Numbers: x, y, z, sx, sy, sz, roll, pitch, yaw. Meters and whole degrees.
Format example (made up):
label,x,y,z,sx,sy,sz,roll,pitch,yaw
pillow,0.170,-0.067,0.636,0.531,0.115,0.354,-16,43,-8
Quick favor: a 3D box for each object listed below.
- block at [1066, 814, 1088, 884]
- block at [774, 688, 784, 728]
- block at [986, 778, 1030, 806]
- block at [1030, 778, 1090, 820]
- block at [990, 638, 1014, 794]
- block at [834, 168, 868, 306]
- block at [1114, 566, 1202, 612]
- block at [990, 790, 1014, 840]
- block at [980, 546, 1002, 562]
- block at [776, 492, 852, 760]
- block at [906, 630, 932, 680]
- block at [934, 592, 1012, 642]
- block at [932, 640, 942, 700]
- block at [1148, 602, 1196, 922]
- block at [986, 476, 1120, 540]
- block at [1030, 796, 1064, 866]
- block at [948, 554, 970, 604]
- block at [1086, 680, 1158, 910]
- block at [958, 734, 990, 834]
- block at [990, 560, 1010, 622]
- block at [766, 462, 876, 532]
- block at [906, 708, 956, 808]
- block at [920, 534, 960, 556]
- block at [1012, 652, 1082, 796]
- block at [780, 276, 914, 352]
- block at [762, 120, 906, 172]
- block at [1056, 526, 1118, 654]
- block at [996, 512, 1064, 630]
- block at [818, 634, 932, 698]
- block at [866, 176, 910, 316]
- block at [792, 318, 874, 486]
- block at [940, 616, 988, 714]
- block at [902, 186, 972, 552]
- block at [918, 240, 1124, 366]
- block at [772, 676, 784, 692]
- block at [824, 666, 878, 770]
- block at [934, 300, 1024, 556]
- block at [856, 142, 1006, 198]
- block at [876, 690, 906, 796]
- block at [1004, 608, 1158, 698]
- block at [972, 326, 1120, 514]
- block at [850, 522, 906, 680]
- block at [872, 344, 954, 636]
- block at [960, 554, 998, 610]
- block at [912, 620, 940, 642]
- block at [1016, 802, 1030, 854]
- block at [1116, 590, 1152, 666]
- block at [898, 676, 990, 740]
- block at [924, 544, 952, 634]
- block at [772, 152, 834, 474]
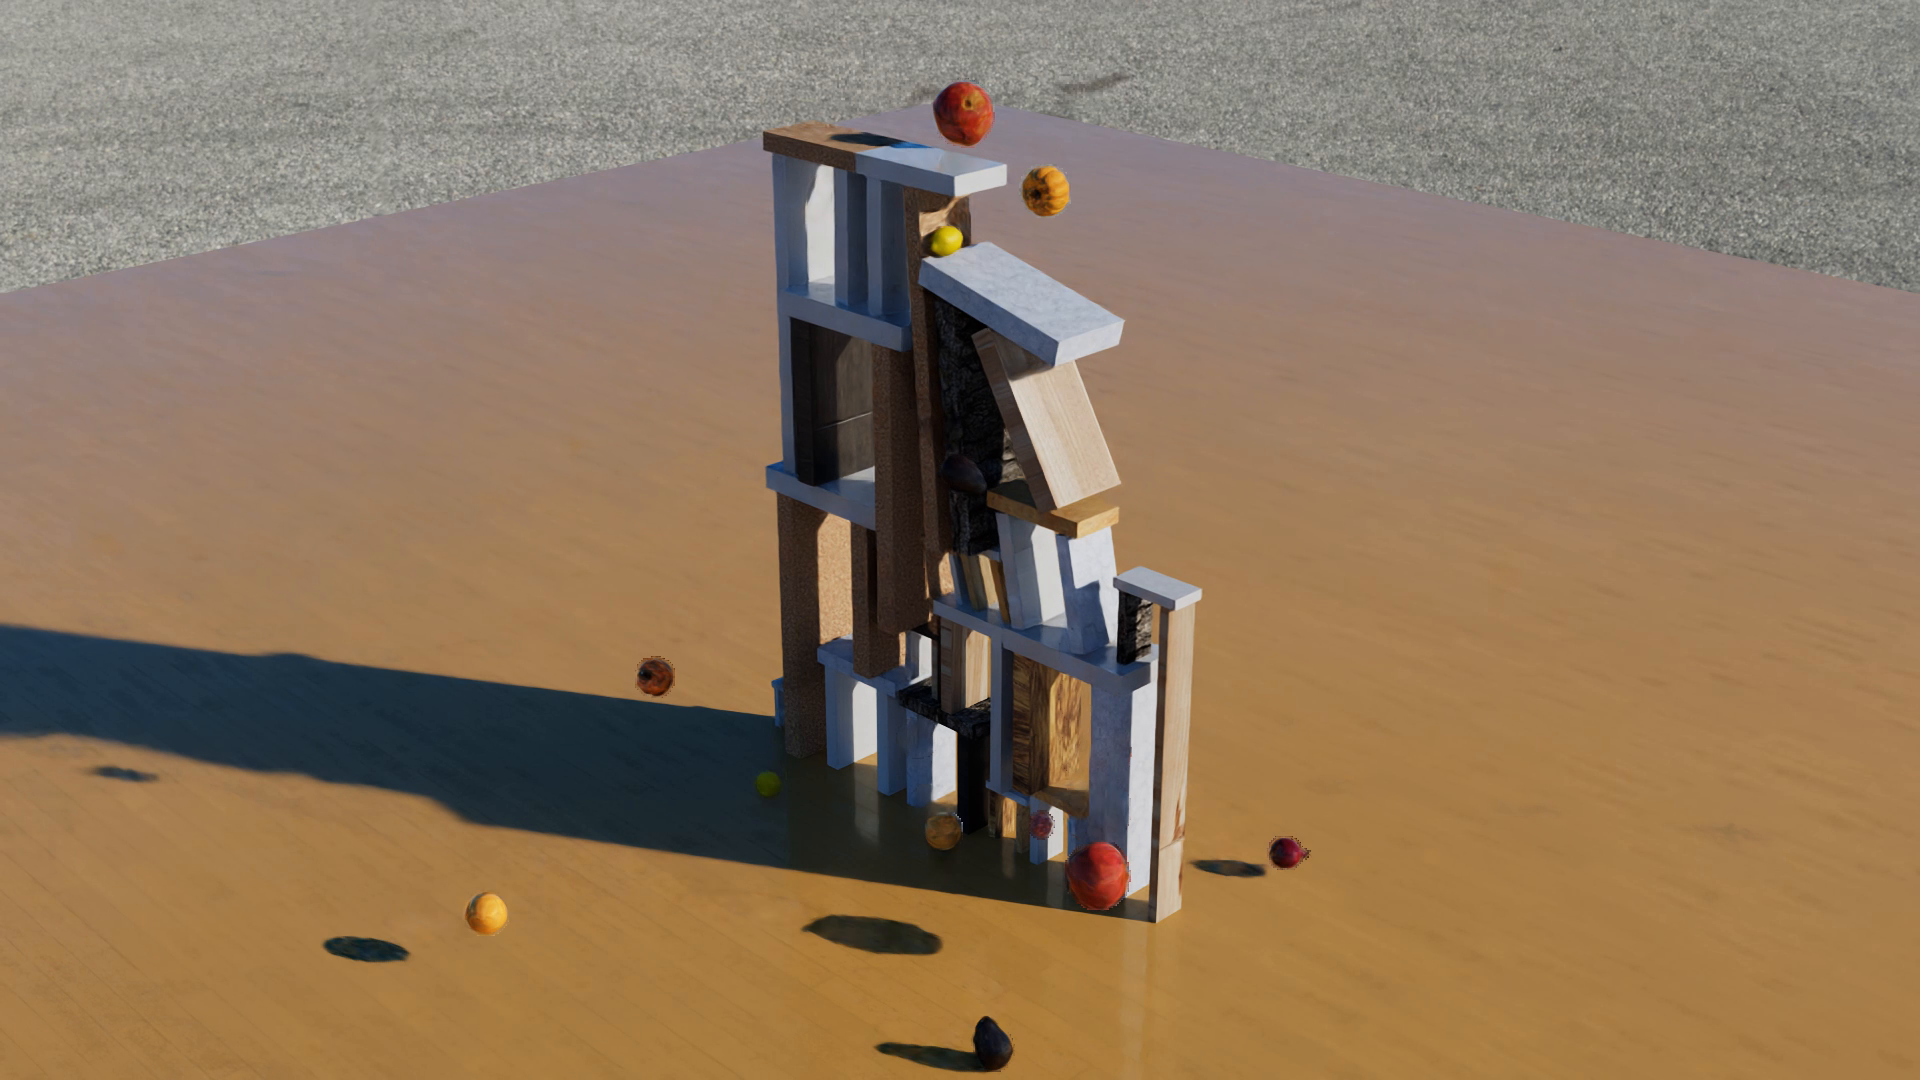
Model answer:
label,x,y,z,sx,sy,sz,roll,pitch,yaw
block,0.238,0.578,4.210,0.021,0.147,0.073,21,31,41
block,-0.382,0.359,4.798,0.013,0.092,0.046,21,31,41
block,0.109,0.487,4.311,0.110,0.016,0.055,21,31,41
block,0.204,0.488,4.209,0.147,0.021,0.073,21,31,41
block,0.105,0.326,4.252,0.029,0.328,0.102,21,31,41
block,-0.177,-0.586,4.164,0.130,0.260,0.037,-21,32,-40
block,0.349,0.085,3.889,0.143,0.020,0.072,21,31,41
block,0.083,0.535,4.359,0.016,0.110,0.055,21,31,41
block,0.053,0.009,4.174,0.121,0.017,0.061,21,31,40
block,-0.297,0.161,4.617,0.165,0.597,0.047,-21,31,-41
block,-0.083,0.221,4.414,0.056,0.112,0.016,-21,31,-41
block,0.057,0.143,4.227,0.203,0.029,0.102,21,31,41
block,-0.031,0.249,4.369,0.056,0.129,0.016,-21,31,-41
block,0.383,0.403,3.987,0.072,0.642,0.020,-21,31,-41
block,0.168,-0.062,4.009,0.224,0.032,0.112,21,31,40
block,0.169,0.551,4.274,0.021,0.147,0.073,21,31,41
block,0.008,0.068,4.239,0.049,0.099,0.014,-22,17,-41
block,0.304,0.459,4.093,0.041,0.458,0.145,21,31,41
block,0.044,0.467,4.380,0.031,0.219,0.109,21,31,41
block,0.095,0.089,4.163,0.061,0.121,0.017,-21,13,-41
block,-0.219,-0.105,4.419,0.330,0.047,0.165,21,31,41
block,-0.059,0.427,4.475,0.031,0.219,0.109,21,31,41
block,-0.025,0.004,4.246,0.099,0.014,0.049,21,31,40
block,0.166,0.328,4.187,0.041,0.291,0.145,21,31,41
block,-0.168,-0.439,4.214,0.170,0.048,0.340,-21,31,-40
block,-0.238,-0.745,4.159,0.260,0.037,0.130,21,31,41
block,0.237,0.084,3.996,0.112,0.224,0.032,-21,19,-41
block,0.131,0.043,4.093,0.112,0.224,0.032,-21,20,-41
block,-0.172,0.253,4.522,0.234,0.033,0.117,21,31,41
block,-0.113,-0.561,4.104,0.037,0.261,0.131,22,32,40
block,-0.247,-0.292,4.363,0.048,0.340,0.170,21,31,41
block,0.009,0.231,4.316,0.029,0.203,0.102,21,31,41
block,-0.025,-0.325,4.108,0.037,0.699,0.130,16,28,42
block,0.107,-0.427,3.935,0.172,0.049,0.344,-22,45,-41
block,-0.361,0.319,4.758,0.092,0.013,0.046,21,31,41
block,-0.227,0.355,4.625,0.033,0.234,0.117,21,31,41
block,0.048,-0.224,4.084,0.049,0.478,0.172,15,26,43
block,-0.054,-0.673,3.985,0.131,0.037,0.261,-21,30,-40
block,-0.117,0.398,4.523,0.033,0.234,0.117,21,31,41
block,0.235,0.202,4.059,0.291,0.041,0.145,21,31,41
block,0.156,-0.234,3.962,0.172,0.344,0.049,-21,1,-41
block,-0.141,0.099,4.421,0.047,0.330,0.165,21,31,40
block,-0.086,-0.114,4.264,0.048,0.590,0.170,21,31,41
block,0.038,0.066,4.215,0.061,0.121,0.017,-21,14,-41
block,-0.057,0.172,4.365,0.056,0.016,0.112,-21,31,-40
block,0.135,0.555,4.312,0.055,0.110,0.016,-21,31,-41
block,0.315,0.147,3.952,0.020,0.143,0.072,21,31,41
block,-0.007,0.332,4.379,0.219,0.031,0.109,21,31,41
block,-0.039,0.090,4.299,0.049,0.186,0.014,-22,23,-41
block,-0.299,-0.455,4.354,0.037,0.648,0.130,21,31,41
